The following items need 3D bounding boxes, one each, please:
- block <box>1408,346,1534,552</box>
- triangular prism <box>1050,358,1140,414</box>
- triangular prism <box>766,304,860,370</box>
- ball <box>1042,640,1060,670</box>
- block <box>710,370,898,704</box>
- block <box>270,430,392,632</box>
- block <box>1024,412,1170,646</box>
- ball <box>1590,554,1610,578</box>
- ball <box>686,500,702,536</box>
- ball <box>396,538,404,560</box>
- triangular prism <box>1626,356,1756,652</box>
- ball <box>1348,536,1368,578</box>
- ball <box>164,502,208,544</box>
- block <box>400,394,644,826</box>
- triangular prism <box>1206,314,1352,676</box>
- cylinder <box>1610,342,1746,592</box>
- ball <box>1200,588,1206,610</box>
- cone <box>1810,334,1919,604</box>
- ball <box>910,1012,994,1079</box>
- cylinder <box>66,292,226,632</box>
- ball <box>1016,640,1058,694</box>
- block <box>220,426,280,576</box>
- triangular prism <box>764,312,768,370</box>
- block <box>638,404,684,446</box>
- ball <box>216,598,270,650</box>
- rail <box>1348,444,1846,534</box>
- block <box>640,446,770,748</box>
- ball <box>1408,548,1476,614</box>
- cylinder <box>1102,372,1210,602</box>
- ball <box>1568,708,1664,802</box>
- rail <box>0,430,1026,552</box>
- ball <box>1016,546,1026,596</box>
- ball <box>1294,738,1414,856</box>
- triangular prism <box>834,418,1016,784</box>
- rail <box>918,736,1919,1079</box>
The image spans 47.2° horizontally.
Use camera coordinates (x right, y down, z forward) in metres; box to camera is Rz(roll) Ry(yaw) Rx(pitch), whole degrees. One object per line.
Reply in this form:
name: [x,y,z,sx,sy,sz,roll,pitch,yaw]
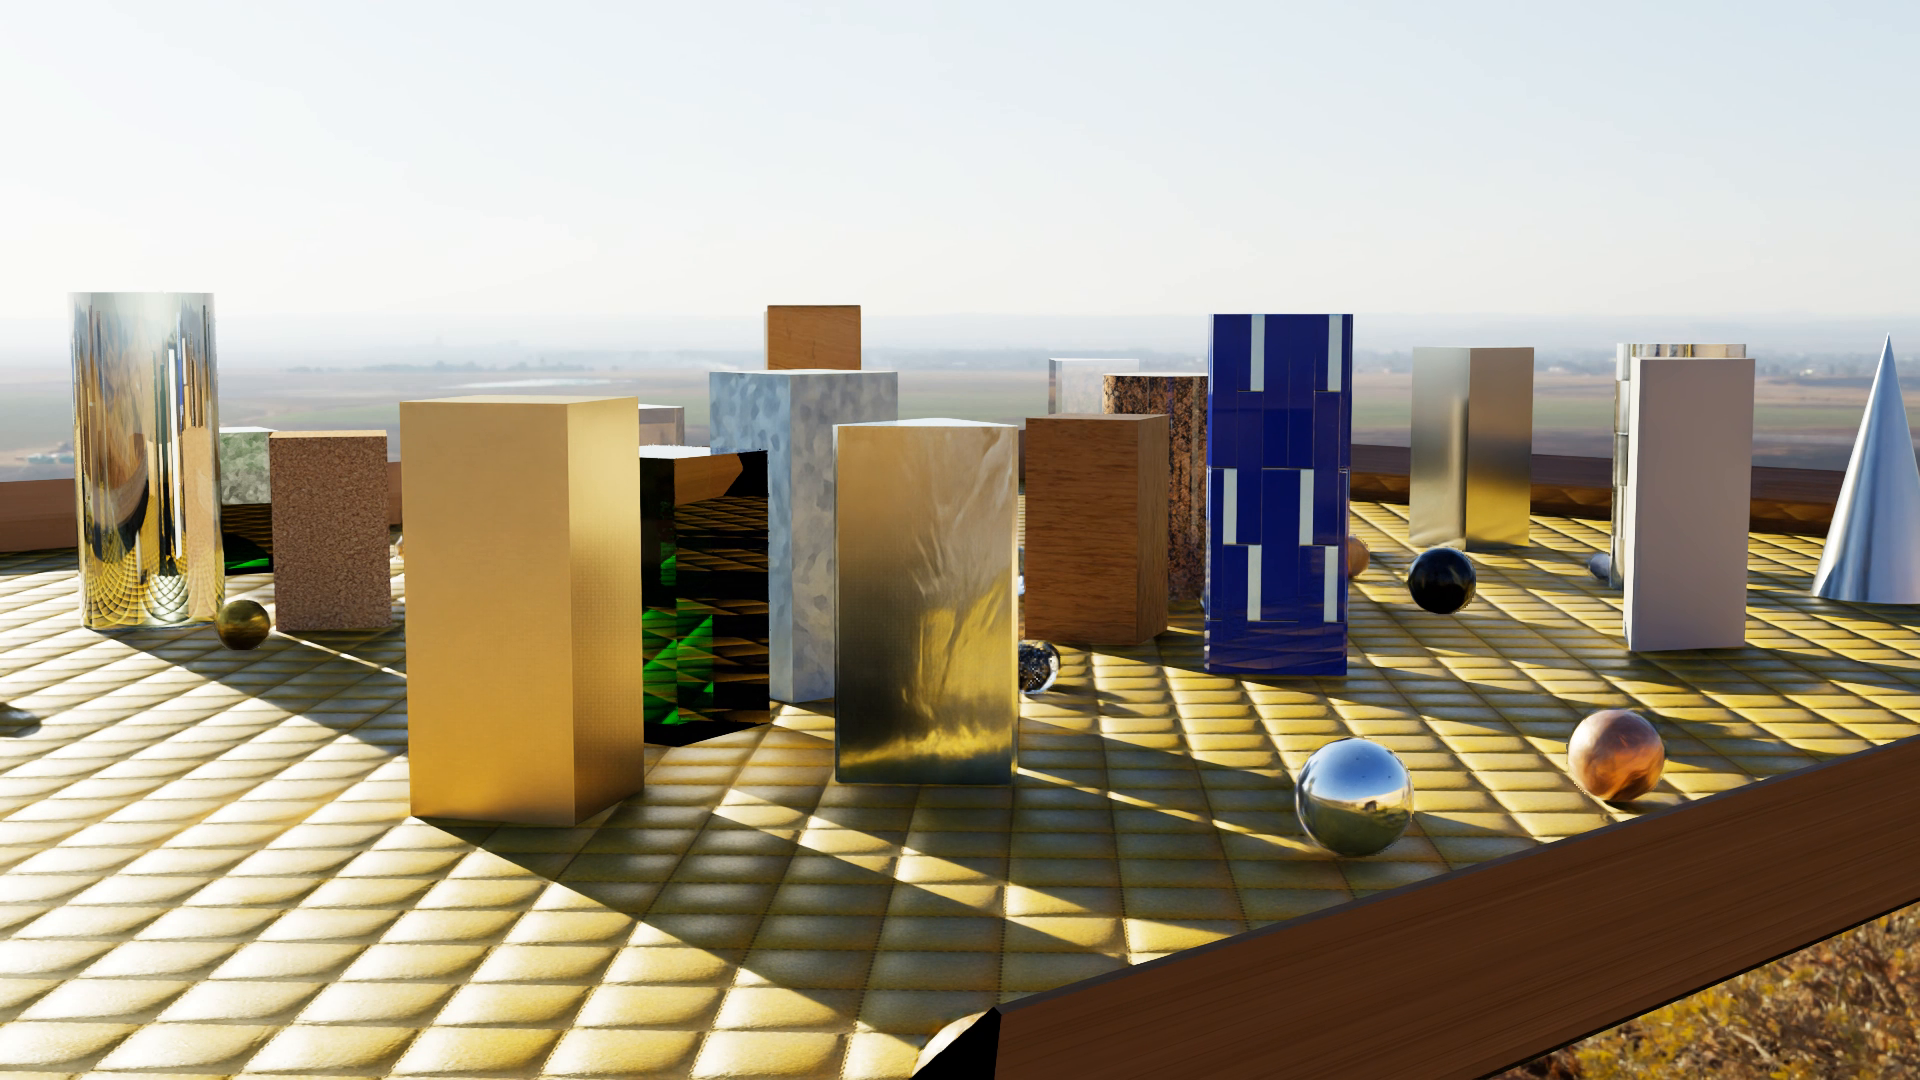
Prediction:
block: [0.961,-0.175,4.140,0.157,0.376,0.157,-3,7,-29]
triangular prism: [0.198,-0.133,3.813,0.170,0.360,0.147,-4,7,-32]
triangular prism: [-0.244,-0.198,3.982,0.170,0.453,0.147,1,6,13]
ball: [0.095,0.146,2.629,0.052,0.052,0.052,0,6,0]
block: [-0.183,-0.011,2.588,0.157,0.373,0.157,-5,8,-41]
block: [-0.897,-0.017,3.140,0.157,0.269,0.157,-2,6,-15]
block: [0.189,-0.019,3.012,0.157,0.300,0.157,2,6,20]
ball: [1.068,0.044,3.655,0.041,0.041,0.041,0,6,0]
ball: [-0.547,-0.045,4.352,0.072,0.072,0.072,0,6,0]
ball: [-0.965,0.014,3.872,0.054,0.054,0.054,0,6,0]
triangular prism: [0.942,-0.054,2.952,0.170,0.381,0.147,-2,6,-17]
ball: [0.644,0.028,3.659,0.071,0.071,0.071,0,6,0]
ball: [-1.474,-0.032,4.191,0.080,0.080,0.080,0,6,0]
block: [-0.390,0.056,1.979,0.157,0.365,0.157,2,6,14]
triangular prism: [0.396,-0.062,2.749,0.170,0.440,0.147,1,6,7]
cylinder: [1.144,-0.117,3.509,0.196,0.392,0.196,0,6,0]
ball: [0.375,0.086,3.247,0.041,0.041,0.041,0,6,0]
cone: [1.435,-0.117,3.420,0.196,0.410,0.196,0,6,0]
ball: [0.017,0.285,1.123,0.087,0.087,0.087,0,6,0]
cylinder: [-1.155,-0.116,3.127,0.196,0.469,0.196,0,6,0]
ball: [0.083,0.147,2.556,0.064,0.064,0.064,0,6,0]
block: [-1.260,-0.068,3.760,0.157,0.241,0.157,-4,7,-31]
triangular prism: [-0.274,-0.231,4.352,0.170,0.442,0.147,4,7,33]
block: [-0.564,-0.078,3.640,0.157,0.286,0.157,-5,8,-39]
ball: [-0.941,0.111,2.887,0.067,0.067,0.067,0,6,0]
rail: [1.424,-0.104,4.639,0.045,0.127,3.462,-5,8,-42]
block: [-0.313,0.054,2.338,0.157,0.295,0.157,4,7,32]
ball: [0.707,0.060,3.230,0.098,0.098,0.098,0,6,0]
cylinder: [0.320,-0.088,3.453,0.196,0.344,0.196,0,6,0]
ball: [0.596,0.196,1.997,0.084,0.084,0.084,0,6,0]
rail: [-1.158,-0.097,4.580,3.924,0.127,0.045,-5,8,-42]
ball: [0.079,0.048,3.420,0.081,0.081,0.081,0,6,0]
ball: [0.322,0.210,1.799,0.096,0.096,0.096,0,6,0]
triangular prism: [-0.027,0.054,2.130,0.170,0.338,0.147,0,6,4]
rail: [1.158,0.164,2.084,3.924,0.127,0.045,-5,8,-42]
